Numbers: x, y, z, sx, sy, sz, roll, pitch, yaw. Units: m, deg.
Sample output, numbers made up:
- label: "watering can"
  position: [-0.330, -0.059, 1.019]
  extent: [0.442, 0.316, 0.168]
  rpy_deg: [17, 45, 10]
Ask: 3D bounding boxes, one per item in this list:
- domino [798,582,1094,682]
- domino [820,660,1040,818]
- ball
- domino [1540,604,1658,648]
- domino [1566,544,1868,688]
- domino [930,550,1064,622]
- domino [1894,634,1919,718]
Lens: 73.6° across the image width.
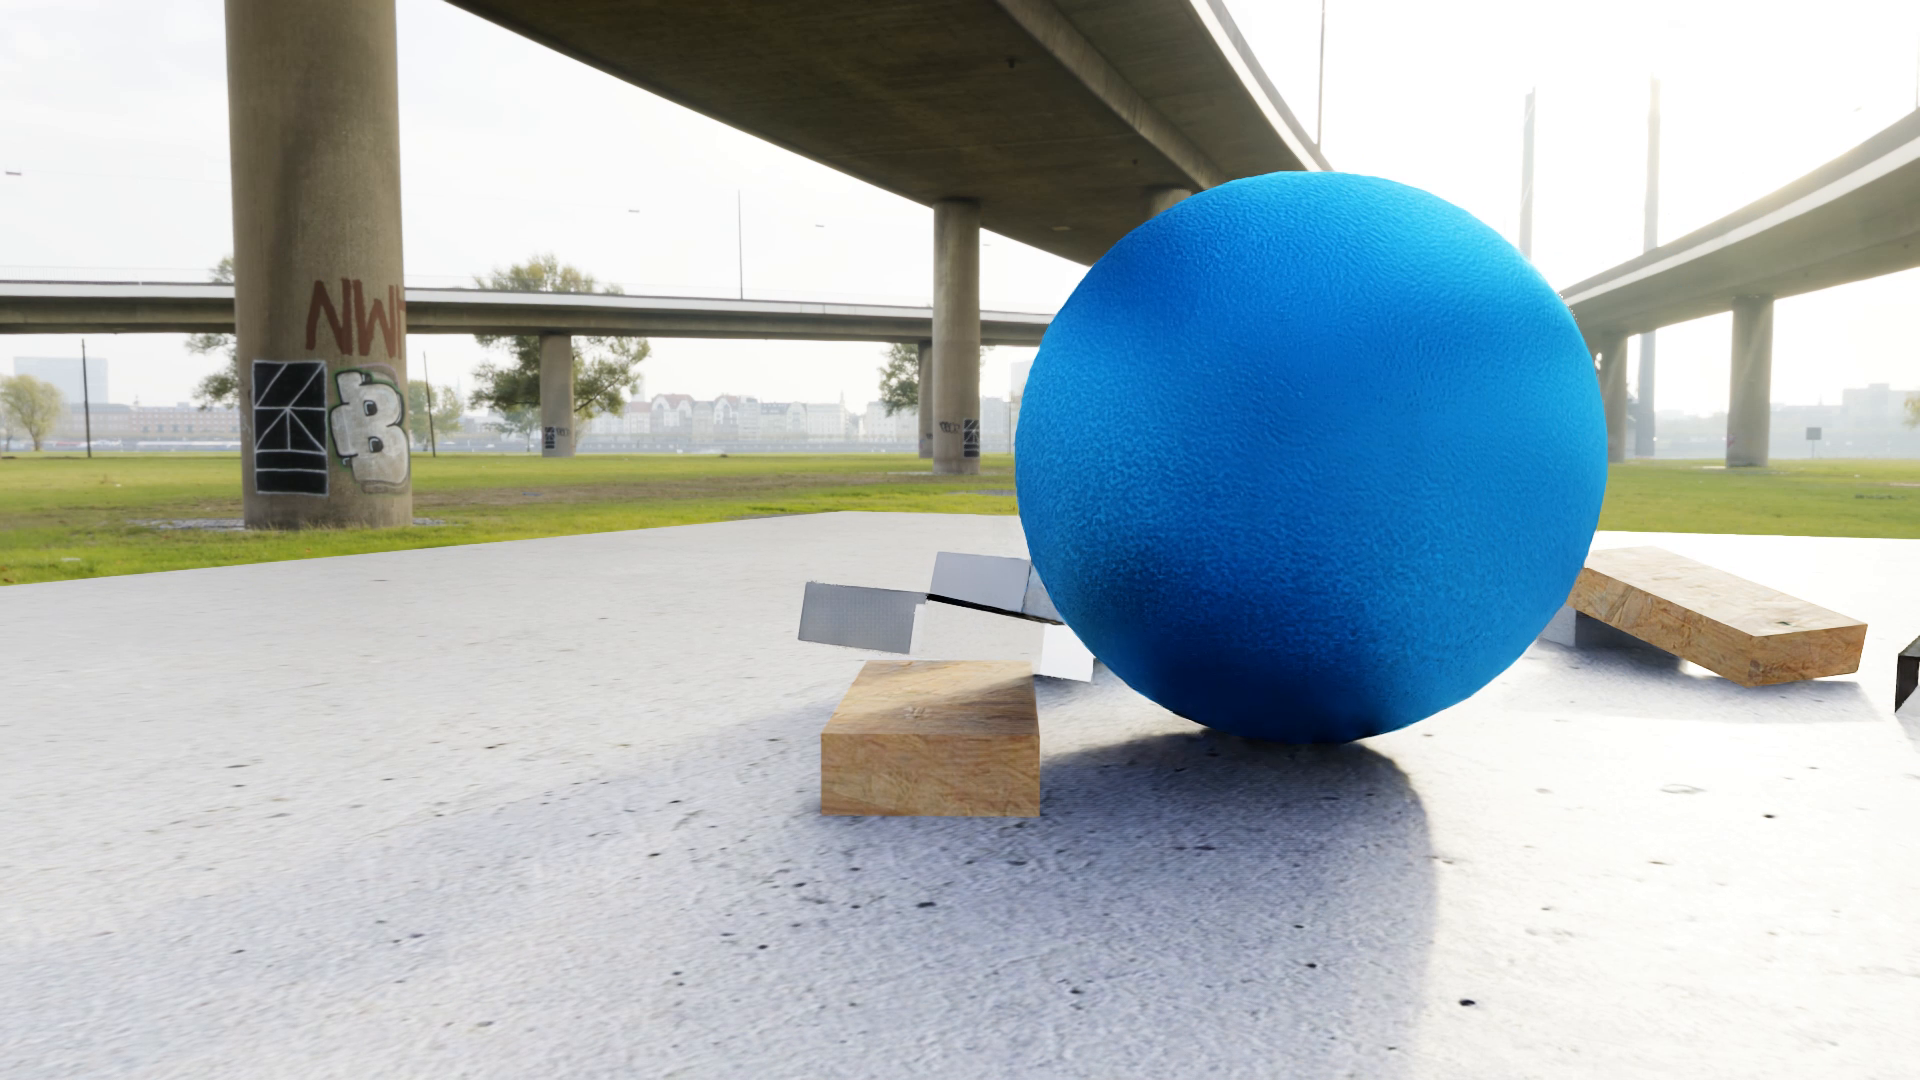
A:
- label: "domino"
  position: [-0.001, 0.016, 0.218]
  extent: [0.025, 0.010, 0.050]
  rpy_deg: [3, -7, 37]
- label: "domino"
  position: [-0.003, 0.025, 0.171]
  extent: [0.025, 0.009, 0.050]
  rpy_deg: [0, 4, 2]
- label: "ball"
  position: [0.048, -0.011, 0.183]
  extent: [0.080, 0.080, 0.080]
  rpy_deg: [0, 4, 0]
- label: "domino"
  position: [0.140, 0.016, 0.292]
  extent: [0.025, 0.010, 0.050]
  rpy_deg: [0, 4, -1]
- label: "domino"
  position: [0.143, 0.013, 0.249]
  extent: [0.025, 0.009, 0.050]
  rpy_deg: [-4, 17, -15]
- label: "domino"
  position: [0.021, 0.013, 0.250]
  extent: [0.050, 0.009, 0.025]
  rpy_deg: [17, -8, -42]
- label: "domino"
  position: [0.173, 0.022, 0.212]
  extent: [0.025, 0.009, 0.050]
  rpy_deg: [4, 6, 42]
